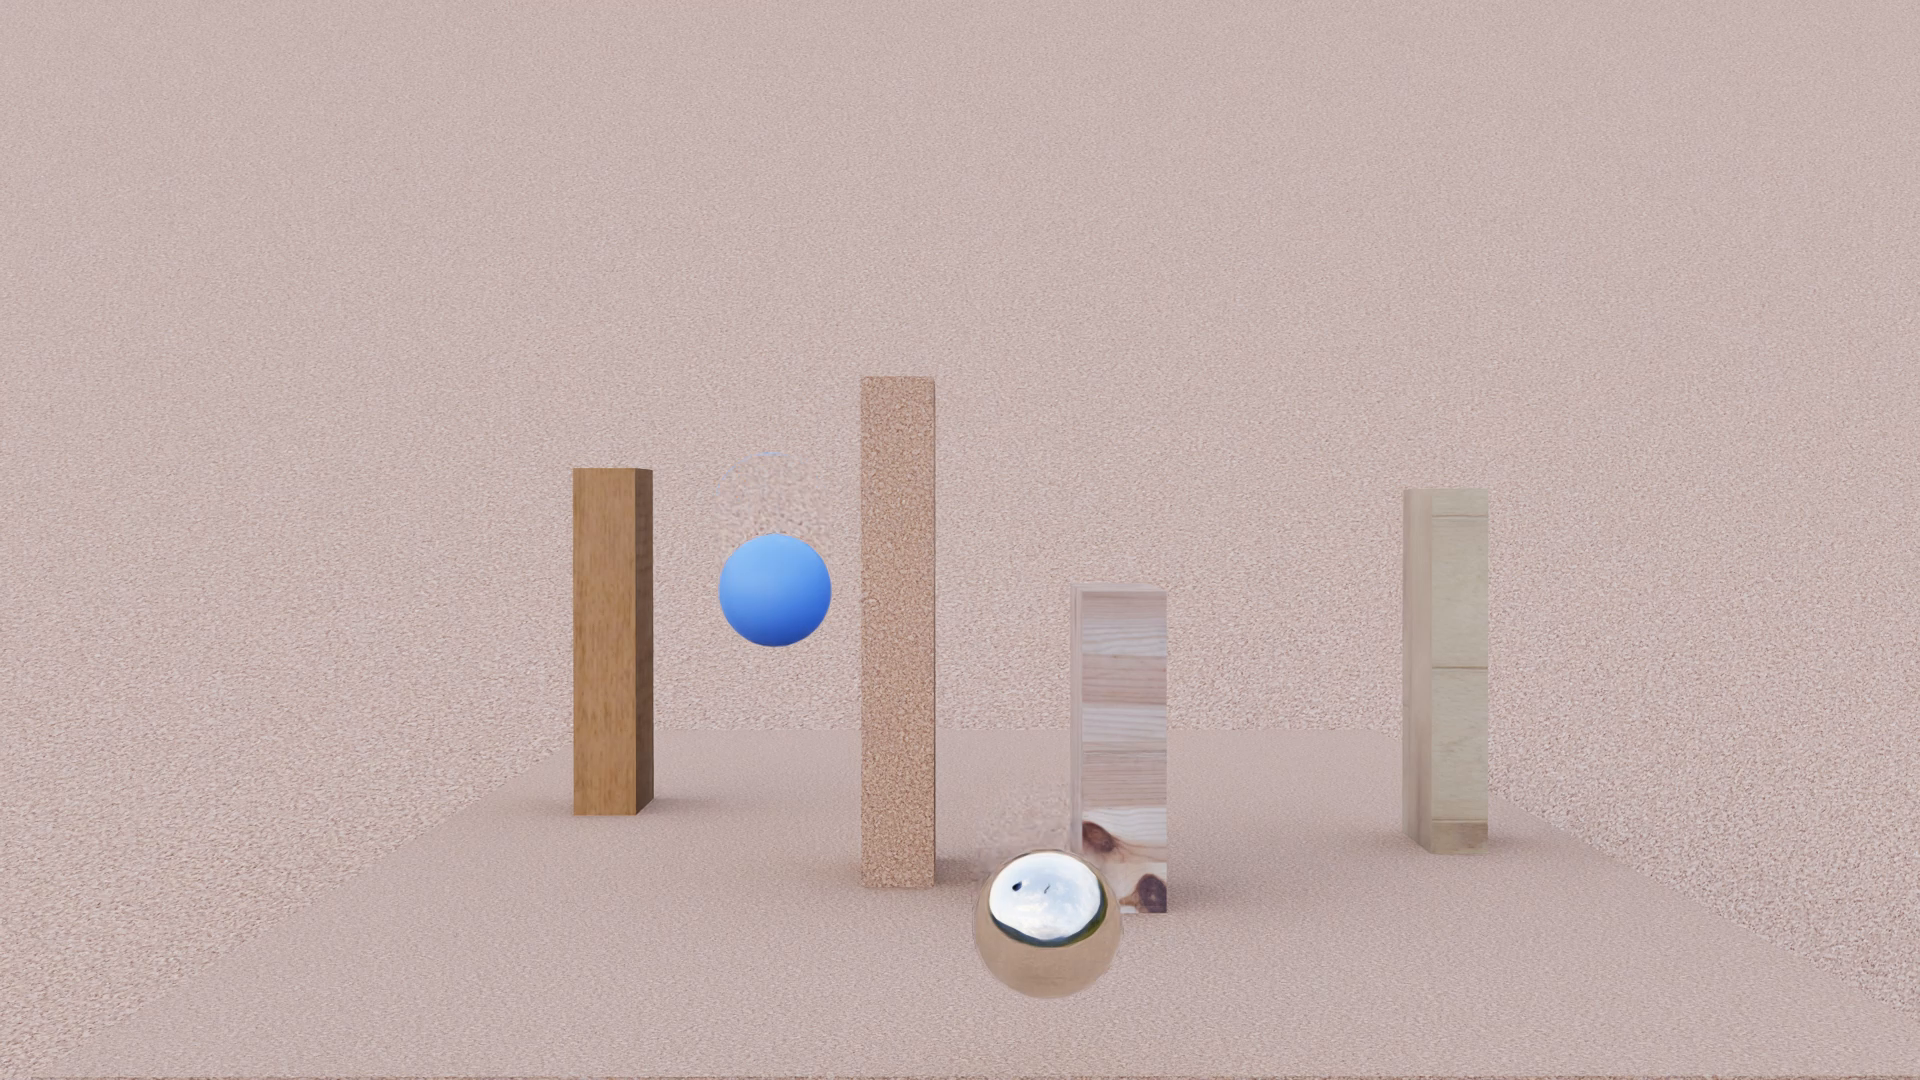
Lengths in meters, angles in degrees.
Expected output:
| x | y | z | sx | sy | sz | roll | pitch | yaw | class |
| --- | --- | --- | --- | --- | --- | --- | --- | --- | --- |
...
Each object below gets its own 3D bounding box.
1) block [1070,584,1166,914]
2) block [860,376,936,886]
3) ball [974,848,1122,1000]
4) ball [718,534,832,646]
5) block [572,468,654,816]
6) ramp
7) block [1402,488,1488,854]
| x | y | z | sx | sy | sz | roll | pitch | yaw | class |
| --- | --- | --- | --- | --- | --- | --- | --- | --- | --- |
| 0.232 | 0.296 | 3.831 | 0.119 | 0.453 | 0.388 | 0 | 1 | 0 | block |
| -0.094 | 0.136 | 4.049 | 0.109 | 0.768 | 0.328 | 0 | 1 | 0 | block |
| 0.094 | 0.410 | 2.764 | 0.159 | 0.159 | 0.159 | 0 | 28 | 0 | ball |
| -0.192 | 0.052 | 2.682 | 0.117 | 0.117 | 0.117 | 0 | 28 | 0 | ball |
| -0.659 | 0.187 | 4.929 | 0.115 | 0.644 | 0.282 | 0 | 1 | 0 | block |
| 0.063 | 0.563 | 4.601 | 2.000 | 0.100 | 4.000 | 0 | 1 | 0 | ramp |
| 0.823 | 0.214 | 4.392 | 0.093 | 0.601 | 0.277 | 0 | 1 | 0 | block |
